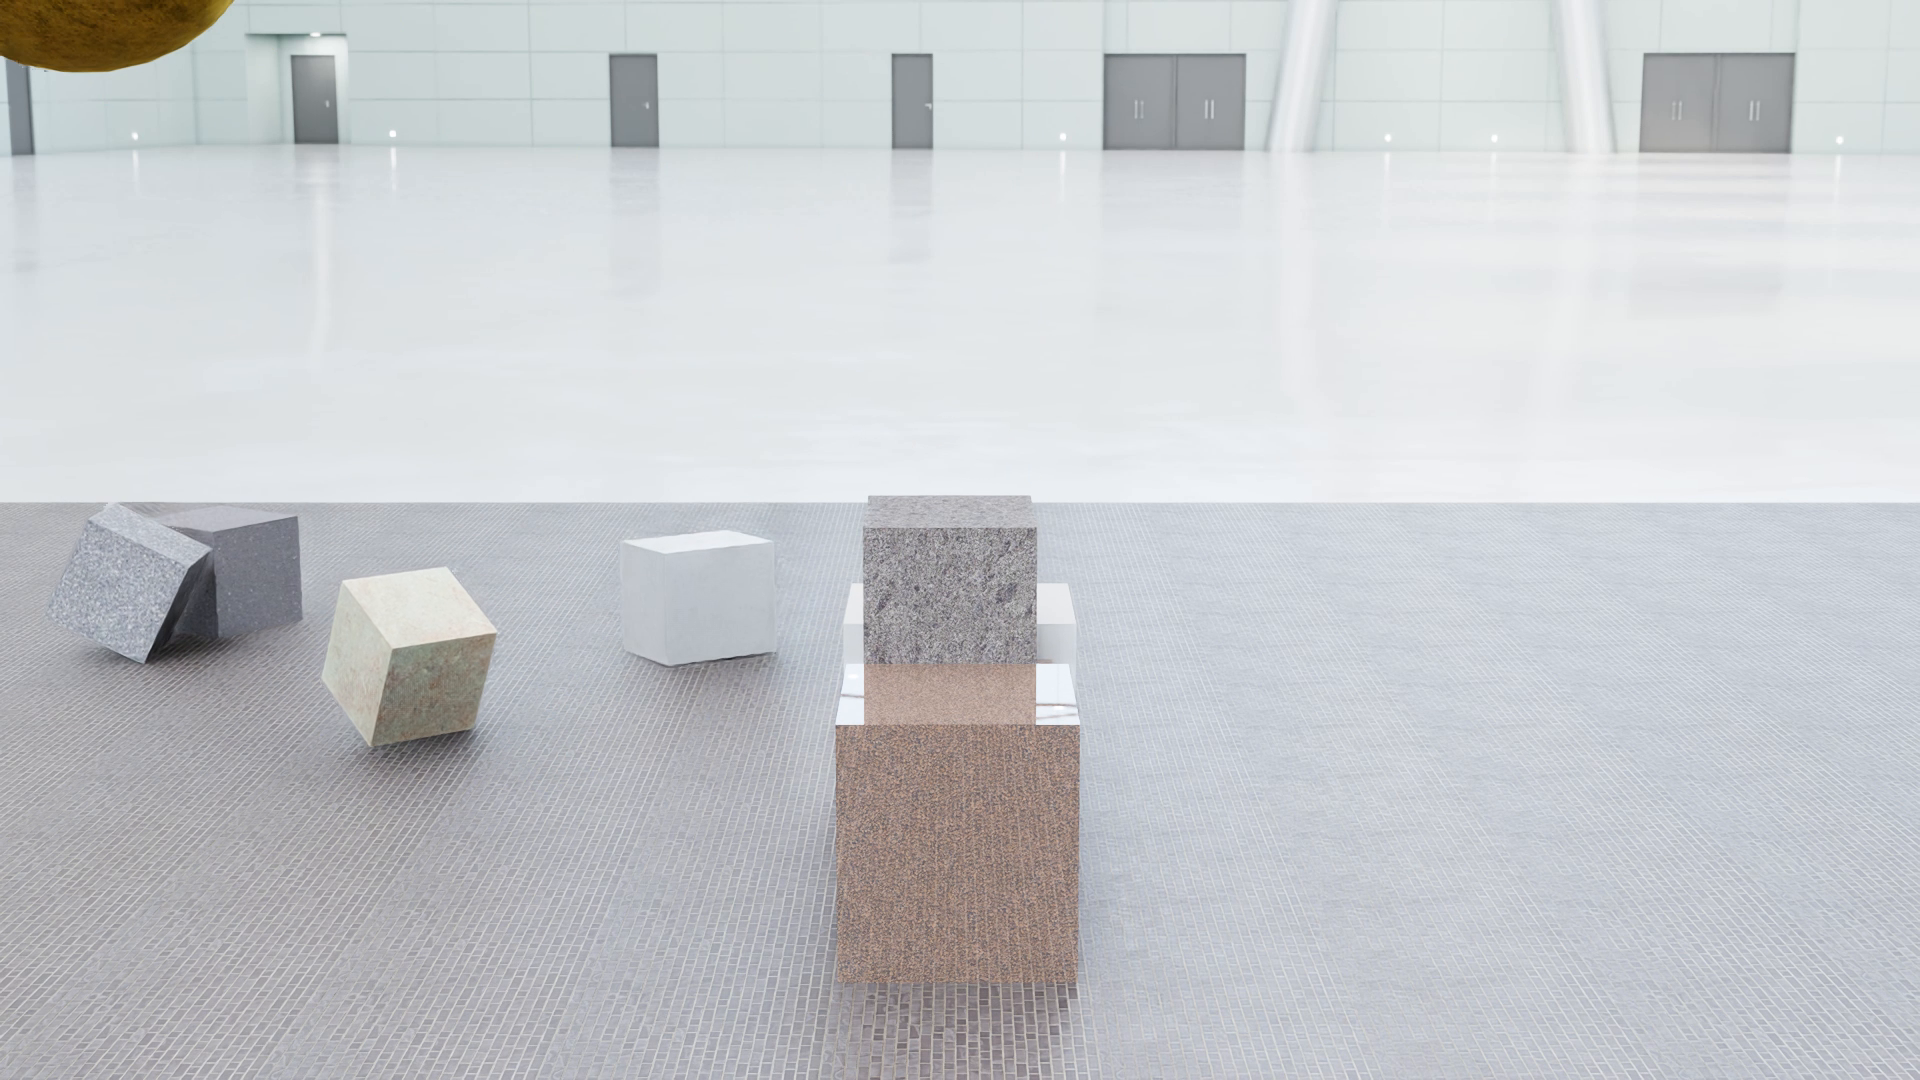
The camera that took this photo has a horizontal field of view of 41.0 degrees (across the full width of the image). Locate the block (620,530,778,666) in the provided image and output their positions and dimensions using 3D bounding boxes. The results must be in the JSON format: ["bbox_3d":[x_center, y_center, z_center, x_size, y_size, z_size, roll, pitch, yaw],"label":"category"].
[{"bbox_3d":[-1.602,0.344,15.718,0.740,0.678,0.616,-6,10,-32],"label":"block"}]

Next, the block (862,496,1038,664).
[{"bbox_3d":[-0.044,0.250,11.246,0.733,0.768,0.840,0,10,0],"label":"block"}]

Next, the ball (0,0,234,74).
[{"bbox_3d":[-3.695,-2.755,10.679,1.600,1.600,1.600,0,10,0],"label":"ball"}]

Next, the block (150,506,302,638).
[{"bbox_3d":[-4.783,0.195,16.580,0.732,0.684,0.699,7,12,33],"label":"block"}]

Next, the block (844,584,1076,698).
[{"bbox_3d":[-0.001,0.802,12.301,1.067,1.022,0.944,0,10,0],"label":"block"}]

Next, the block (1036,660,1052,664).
[{"bbox_3d":[0.007,1.047,11.409,0.829,0.858,0.867,0,10,0],"label":"block"}]

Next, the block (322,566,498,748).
[{"bbox_3d":[-2.955,0.620,13.755,0.616,0.657,0.604,-8,40,-39],"label":"block"}]

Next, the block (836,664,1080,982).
[{"bbox_3d":[-0.010,1.129,10.452,0.940,1.040,1.030,0,10,0],"label":"block"}]

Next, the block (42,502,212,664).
[{"bbox_3d":[-5.072,0.259,15.658,0.648,0.667,0.613,26,8,-8],"label":"block"}]
